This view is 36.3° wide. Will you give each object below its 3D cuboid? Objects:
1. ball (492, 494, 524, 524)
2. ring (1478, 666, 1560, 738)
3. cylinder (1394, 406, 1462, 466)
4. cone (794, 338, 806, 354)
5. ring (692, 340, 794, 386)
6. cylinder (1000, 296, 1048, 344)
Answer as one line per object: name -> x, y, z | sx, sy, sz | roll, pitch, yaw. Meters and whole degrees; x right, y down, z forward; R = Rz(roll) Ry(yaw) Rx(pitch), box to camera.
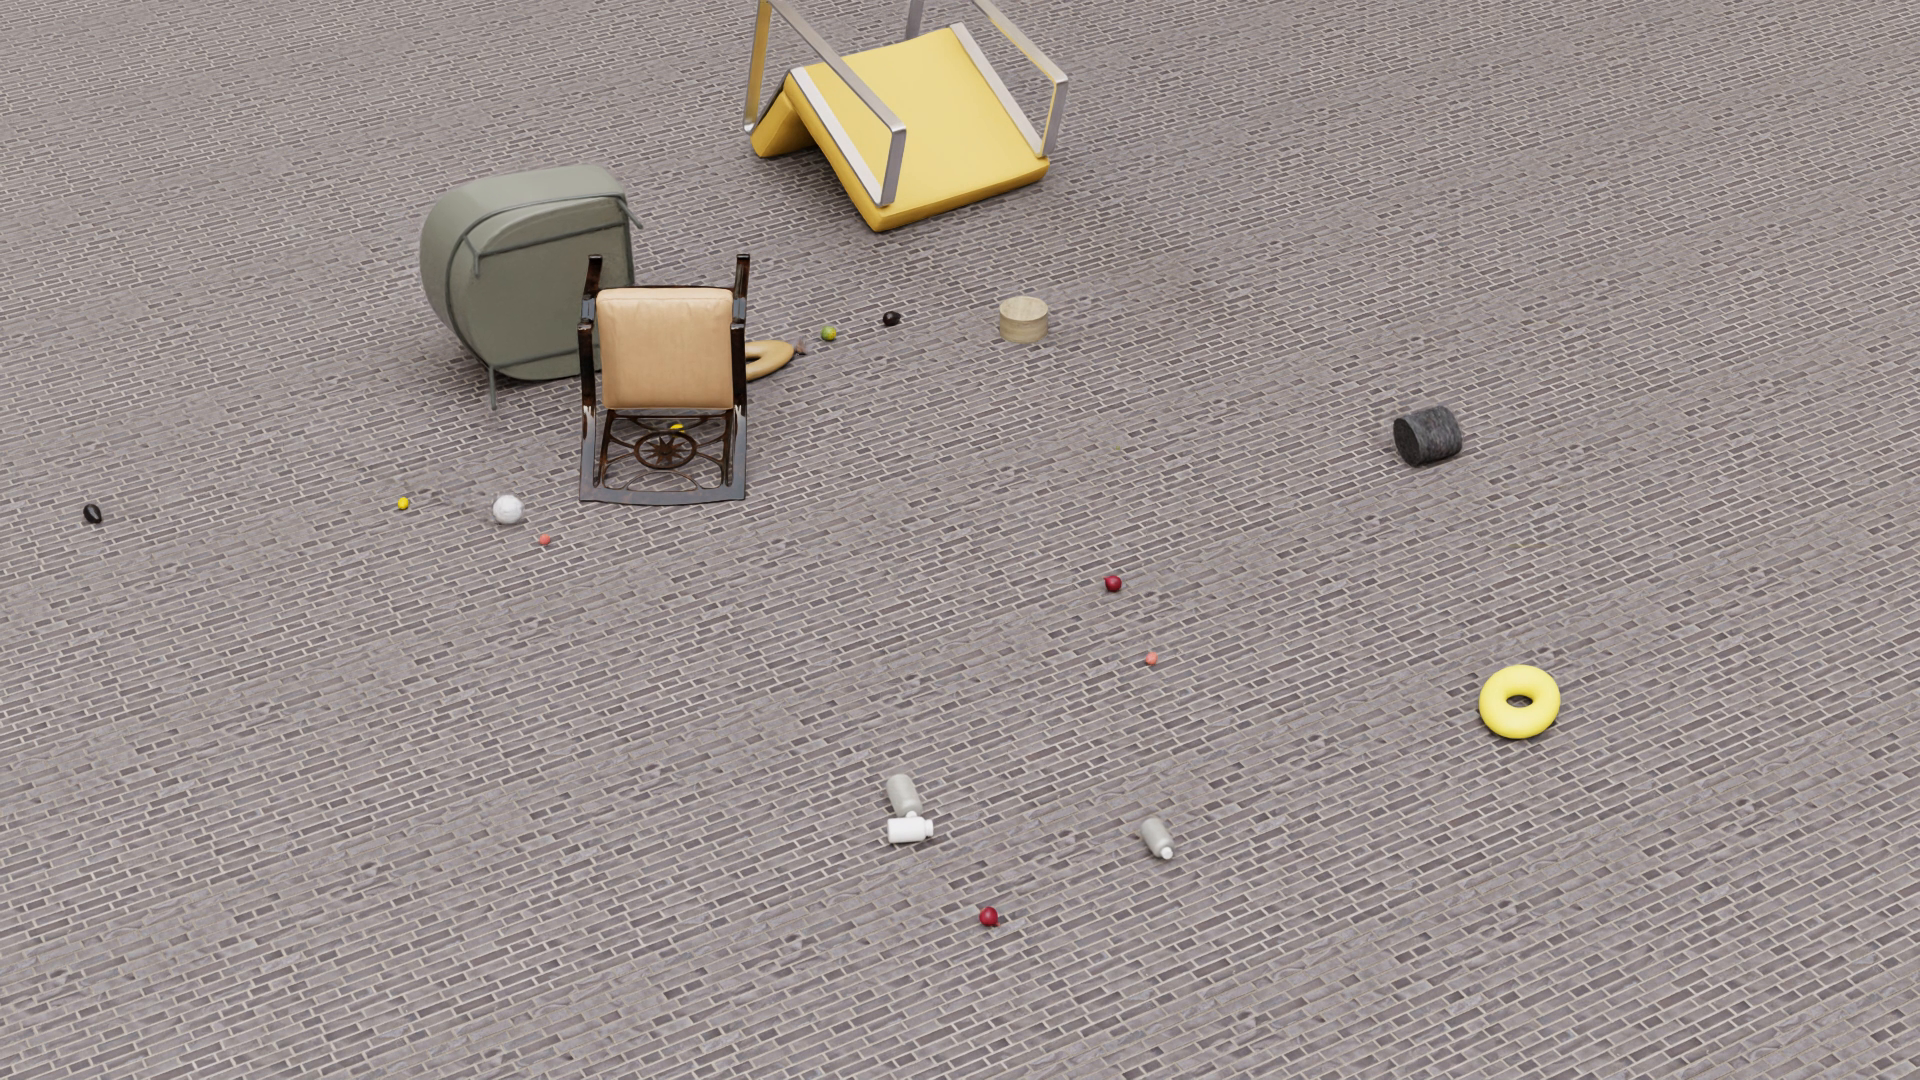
ball -> -1.698, -0.114, 11.016 | 0.112, 0.112, 0.112 | 0, 33, 0
ring -> 1.913, 0.552, 10.024 | 0.271, 0.092, 0.379 | 10, 35, 17
cylinder -> 1.818, -0.405, 11.401 | 0.198, 0.155, 0.201 | -16, 74, -23
cone -> -0.674, -0.791, 12.121 | 0.056, 0.058, 0.087 | -25, 30, 13
ring -> -0.885, -0.724, 11.987 | 0.473, 0.064, 0.237 | -21, 40, -29
cylinder -> 0.266, -0.919, 12.239 | 0.201, 0.109, 0.210 | 7, 34, 11
